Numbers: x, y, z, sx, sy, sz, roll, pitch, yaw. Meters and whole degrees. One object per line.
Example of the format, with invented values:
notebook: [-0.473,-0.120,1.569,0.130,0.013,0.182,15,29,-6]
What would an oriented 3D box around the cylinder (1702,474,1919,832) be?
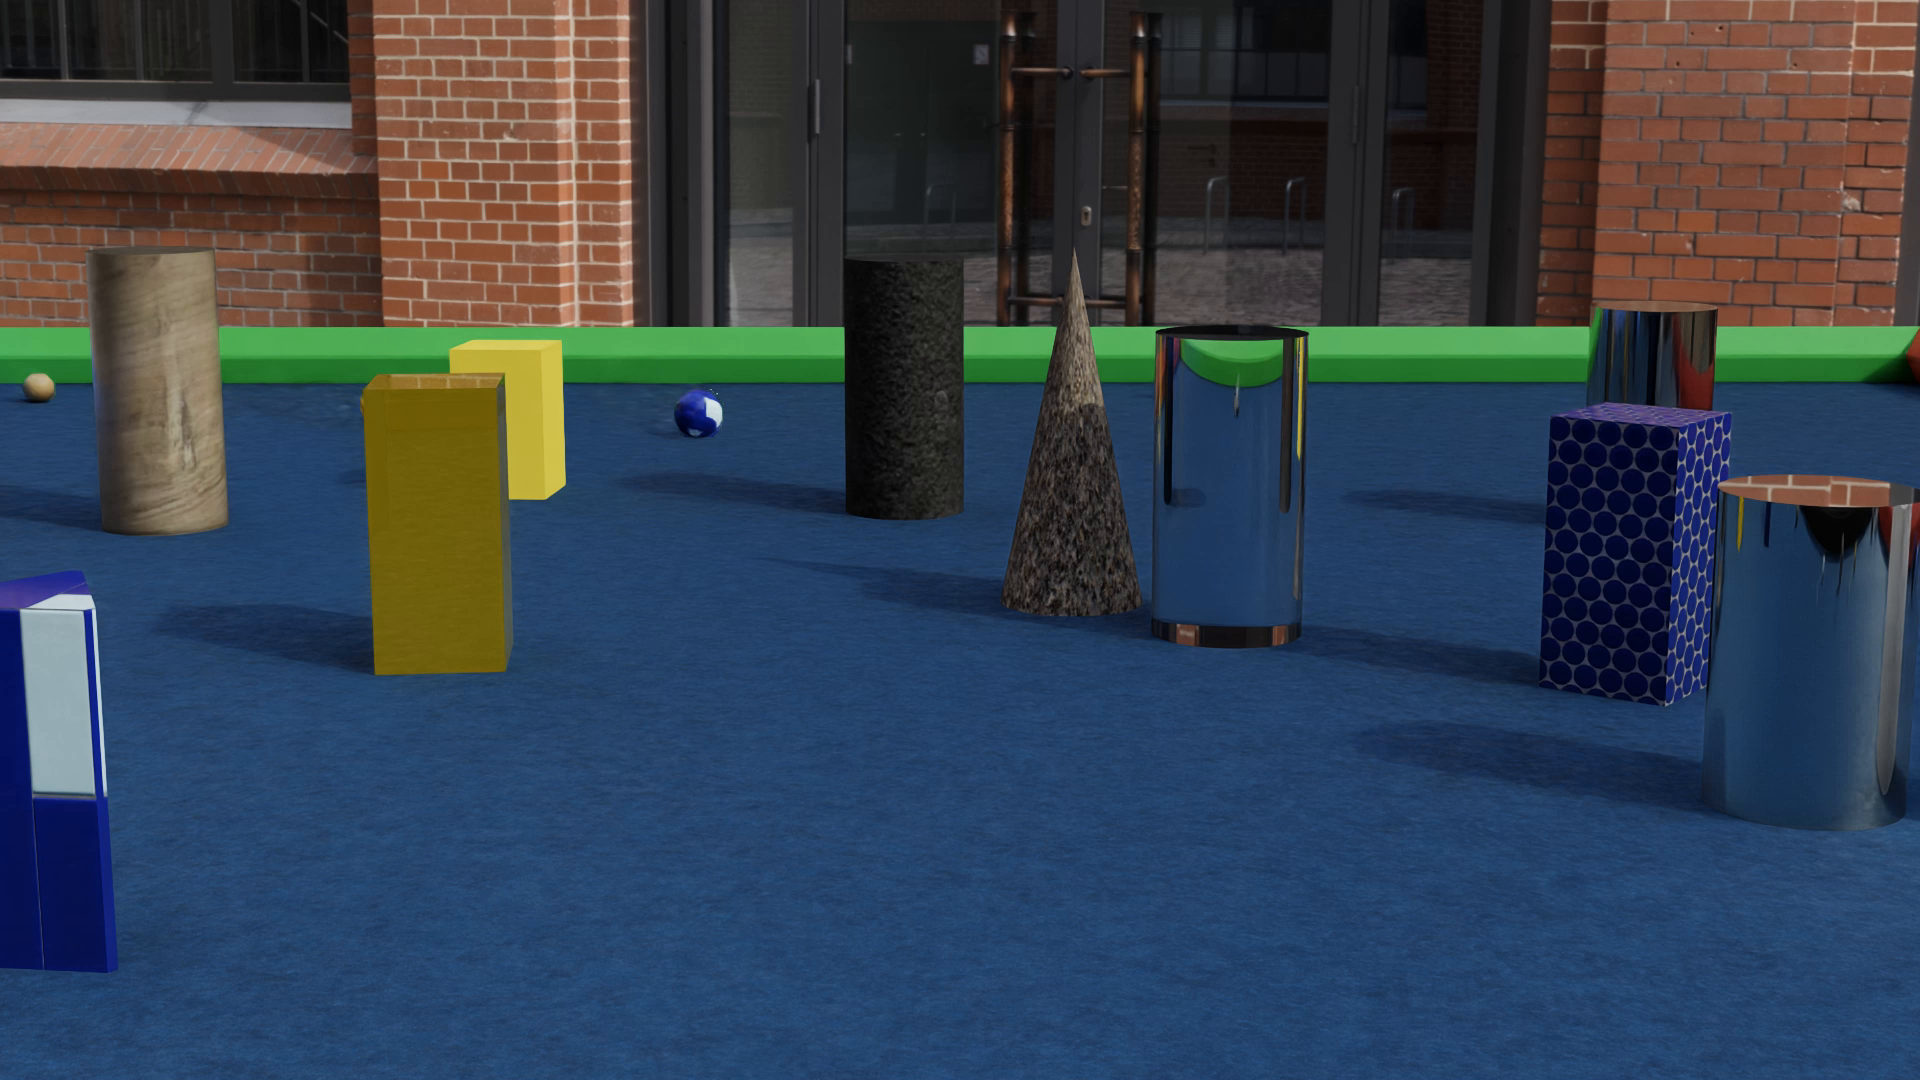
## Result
cylinder: [0.841,0.107,2.535,0.195,0.316,0.195,0,11,0]

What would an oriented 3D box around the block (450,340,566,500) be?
block: [-0.775,-0.208,4.404,0.156,0.254,0.156,1,11,4]

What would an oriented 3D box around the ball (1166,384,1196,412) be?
ball: [0.466,-0.299,5.424,0.062,0.062,0.062,0,11,0]

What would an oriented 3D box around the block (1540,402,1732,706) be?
block: [0.796,0.012,3.025,0.156,0.324,0.156,8,13,37]

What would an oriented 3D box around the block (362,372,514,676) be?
block: [-0.638,-0.023,3.151,0.156,0.347,0.156,-1,11,-6]

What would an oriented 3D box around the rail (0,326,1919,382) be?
rail: [-0.014,-0.425,5.915,4.478,0.127,0.045,0,11,0]

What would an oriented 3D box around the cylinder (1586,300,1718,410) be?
cylinder: [1.095,-0.197,4.079,0.195,0.350,0.195,0,11,0]

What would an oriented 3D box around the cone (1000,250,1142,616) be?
cone: [0.153,-0.155,3.479,0.195,0.486,0.195,0,11,0]

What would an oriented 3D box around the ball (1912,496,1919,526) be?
ball: [1.533,-0.045,4.028,0.071,0.071,0.071,0,11,0]

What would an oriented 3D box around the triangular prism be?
triangular prism: [-0.762,0.187,2.141,0.169,0.302,0.146,1,11,7]

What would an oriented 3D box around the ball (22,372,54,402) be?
ball: [-2.005,-0.331,5.584,0.066,0.066,0.066,0,11,0]

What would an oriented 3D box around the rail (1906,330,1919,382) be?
rail: [2.215,0.030,3.462,0.045,0.127,5.064,0,11,0]

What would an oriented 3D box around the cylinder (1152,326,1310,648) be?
cylinder: [0.346,-0.072,3.299,0.195,0.390,0.195,0,11,0]

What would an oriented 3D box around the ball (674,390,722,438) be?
ball: [-0.515,-0.249,5.056,0.096,0.096,0.096,0,11,0]

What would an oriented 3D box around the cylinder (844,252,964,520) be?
cylinder: [-0.091,-0.255,4.209,0.195,0.417,0.195,0,11,0]

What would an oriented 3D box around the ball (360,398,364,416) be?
ball: [-1.168,-0.272,5.194,0.091,0.091,0.091,0,11,0]

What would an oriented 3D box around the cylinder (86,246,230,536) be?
cylinder: [-1.271,-0.240,4.068,0.195,0.438,0.195,0,11,0]
